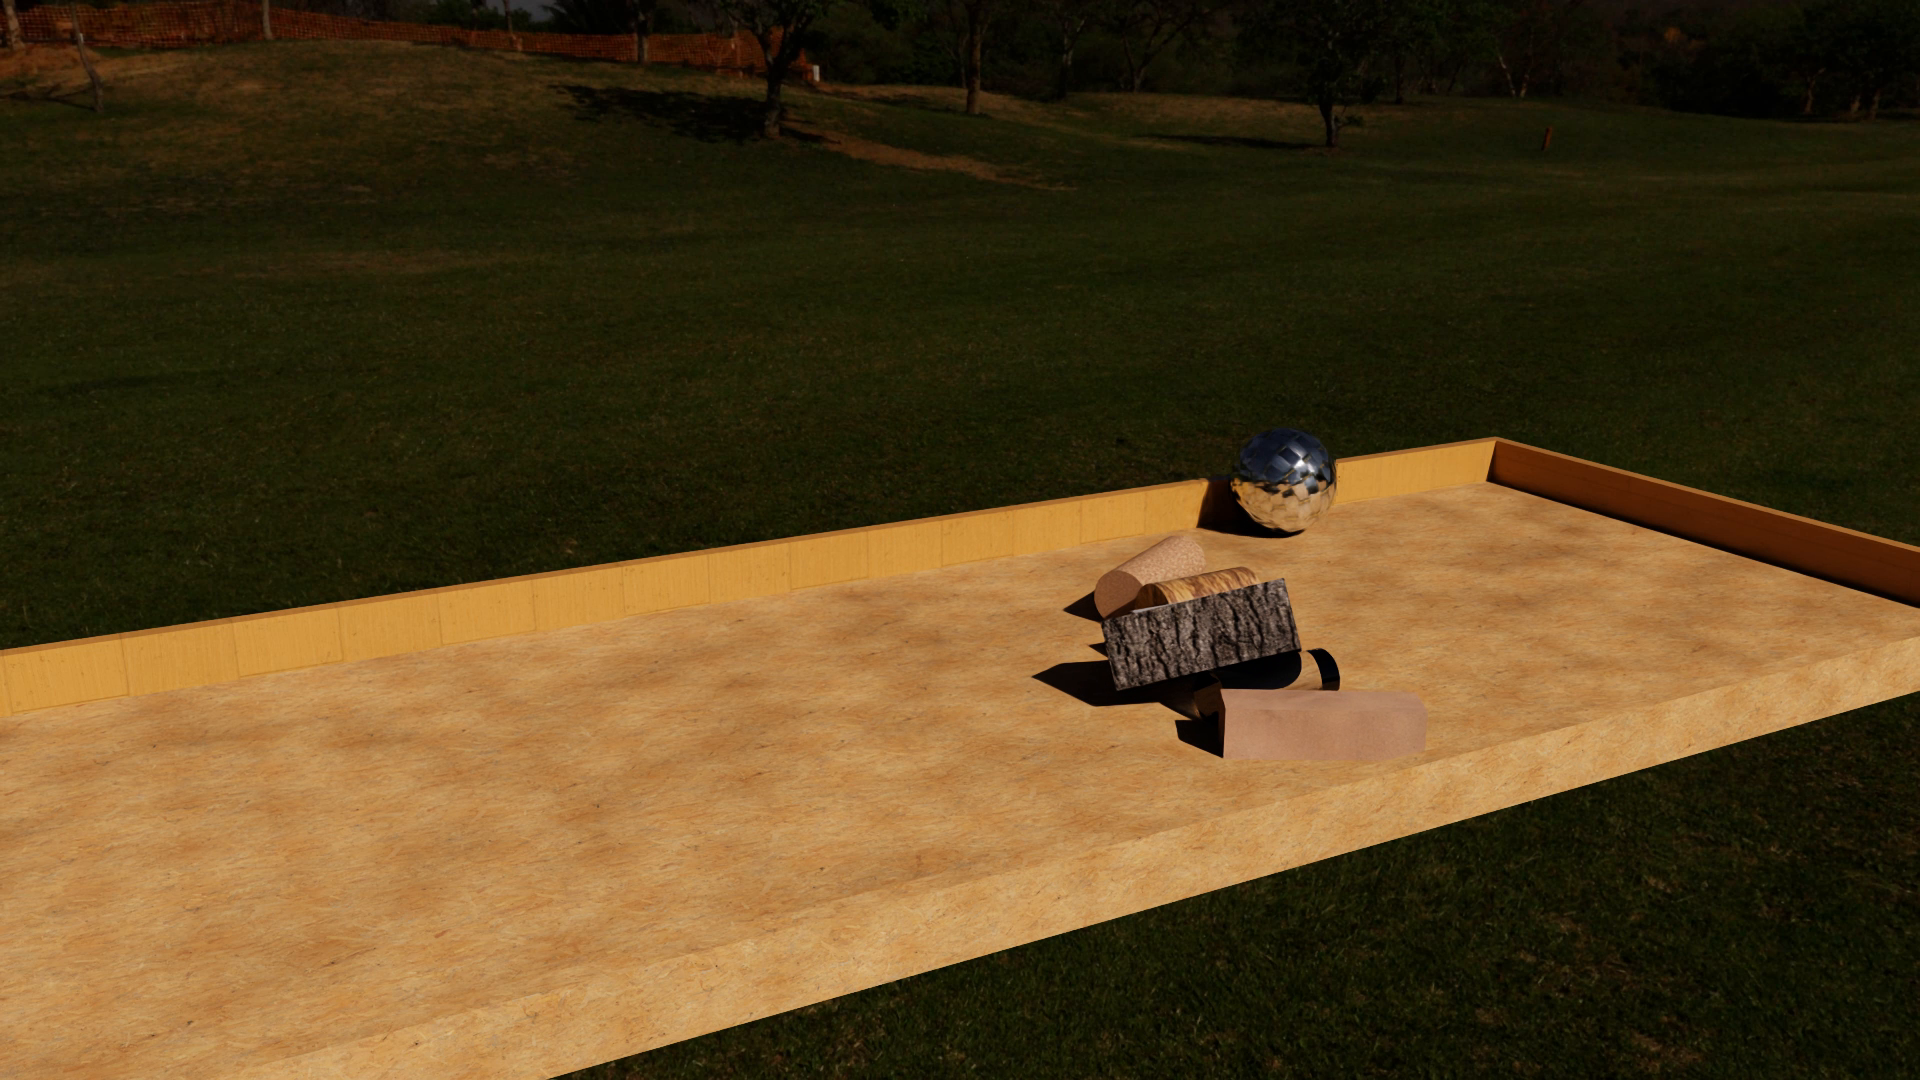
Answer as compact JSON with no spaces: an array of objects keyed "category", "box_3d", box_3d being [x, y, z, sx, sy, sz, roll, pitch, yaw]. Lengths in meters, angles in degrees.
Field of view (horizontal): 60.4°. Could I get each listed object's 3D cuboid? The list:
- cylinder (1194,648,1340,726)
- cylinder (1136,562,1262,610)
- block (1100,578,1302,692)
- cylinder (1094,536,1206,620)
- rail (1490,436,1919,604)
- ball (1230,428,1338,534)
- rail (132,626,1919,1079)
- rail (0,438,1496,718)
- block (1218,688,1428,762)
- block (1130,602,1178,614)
[{"category":"cylinder","box_3d":[0.734,0.349,3.938,0.332,0.131,0.131,-8,18,-26]},{"category":"cylinder","box_3d":[0.650,0.177,4.457,0.311,0.167,0.167,-16,22,-29]},{"category":"block","box_3d":[0.581,0.232,3.969,0.443,0.169,0.169,-14,-9,10]},{"category":"cylinder","box_3d":[0.544,0.113,4.681,0.162,0.162,0.405,10,19,30]},{"category":"rail","box_3d":[2.466,-0.048,5.253,0.050,0.150,2.100,-9,18,-27]},{"category":"ball","box_3d":[1.058,-0.195,5.402,0.348,0.348,0.348,0,16,0]},{"category":"rail","box_3d":[-2.336,1.006,1.665,12.000,0.150,0.050,-9,18,-27]},{"category":"rail","box_3d":[-3.305,0.497,3.399,12.000,0.150,0.050,-9,18,-27]},{"category":"block","box_3d":[0.813,0.418,3.721,0.444,0.120,0.120,1,16,2]},{"category":"block","box_3d":[0.616,0.246,4.273,0.327,0.139,0.139,-8,18,-26]}]
